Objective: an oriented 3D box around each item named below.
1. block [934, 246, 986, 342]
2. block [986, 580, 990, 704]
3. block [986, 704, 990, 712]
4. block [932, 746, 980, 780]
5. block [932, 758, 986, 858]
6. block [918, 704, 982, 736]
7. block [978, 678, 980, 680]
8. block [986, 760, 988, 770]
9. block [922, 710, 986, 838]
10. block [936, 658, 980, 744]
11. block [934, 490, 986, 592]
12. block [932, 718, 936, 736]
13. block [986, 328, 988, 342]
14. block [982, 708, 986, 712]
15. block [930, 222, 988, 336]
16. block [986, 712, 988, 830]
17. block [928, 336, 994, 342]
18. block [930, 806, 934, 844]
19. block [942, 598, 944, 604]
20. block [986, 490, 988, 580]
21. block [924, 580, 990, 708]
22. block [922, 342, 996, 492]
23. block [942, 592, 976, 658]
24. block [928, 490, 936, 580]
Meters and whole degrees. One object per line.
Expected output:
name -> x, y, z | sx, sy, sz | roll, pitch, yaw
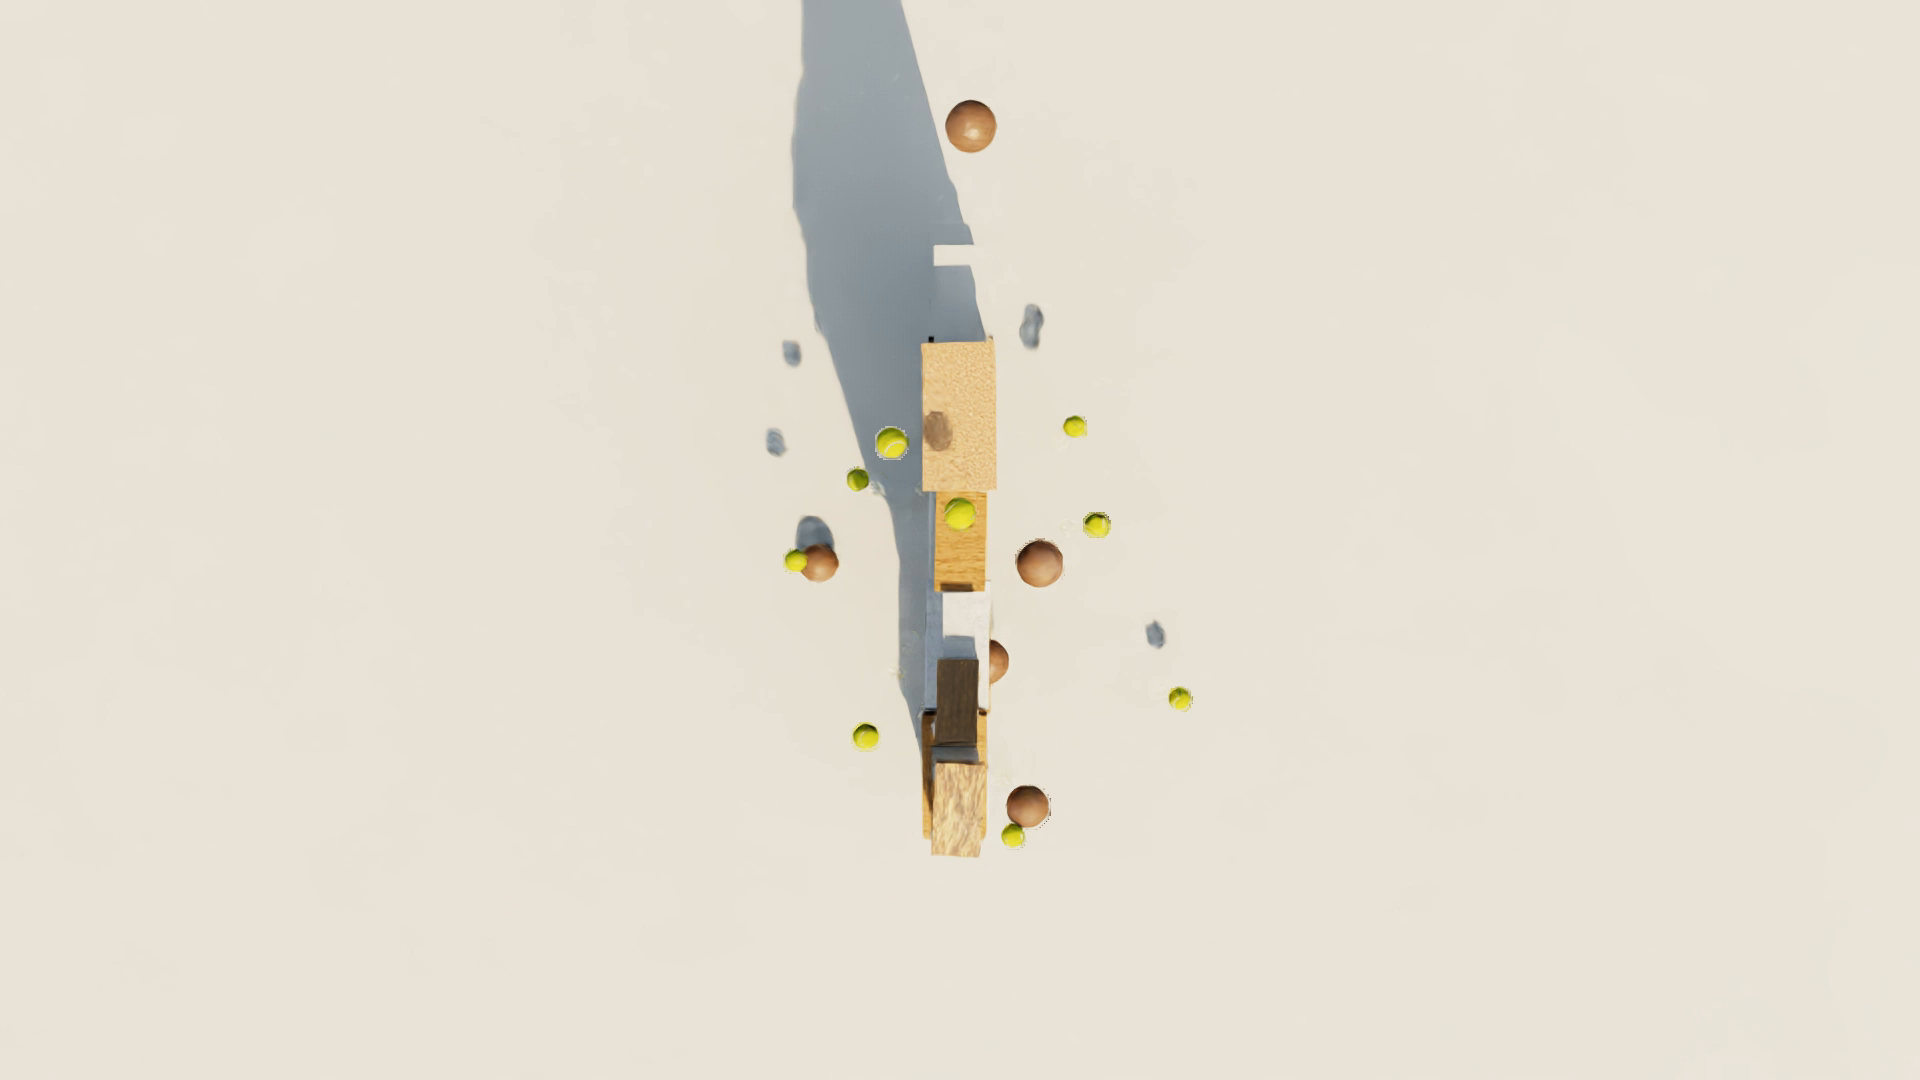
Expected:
block -> 0.001, -0.576, 3.938 | 0.125, 0.035, 0.250 | 0, 90, 0
block -> -0.003, 0.289, 4.713 | 0.176, 0.050, 0.352 | 0, 89, 0
block -> 0.005, 0.353, 5.116 | 0.179, 0.051, 0.358 | 0, 90, 0
block -> -0.011, 0.519, 3.843 | 0.110, 0.221, 0.031 | 0, 94, -1
block -> -0.005, 0.606, 3.731 | 0.110, 0.031, 0.220 | 3, 102, 0
block -> -0.024, 0.450, 4.149 | 0.154, 0.309, 0.044 | -2, 90, 1
block -> -0.001, 0.308, 3.870 | 0.094, 0.191, 0.027 | 1, 90, 0
block -> 0.037, 0.681, 4.986 | 0.094, 0.013, 0.047 | -17, 54, 4
block -> -0.014, 0.568, 3.990 | 0.154, 0.044, 0.309 | 0, 101, 1
block -> -0.006, 0.365, 3.742 | 0.094, 0.027, 0.188 | 1, 77, 2
block -> 0.001, 0.002, 3.844 | 0.117, 0.033, 0.235 | 1, 89, 0
block -> -0.014, 0.432, 3.839 | 0.094, 0.188, 0.027 | -2, 89, 2
block -> 0.003, -0.490, 4.081 | 0.125, 0.250, 0.035 | 0, 90, 0
block -> -0.012, 0.354, 4.341 | 0.160, 0.045, 0.320 | 1, 88, 0
block -> -0.002, -0.677, 4.332 | 0.152, 0.043, 0.303 | 1, 90, 0
block -> -0.002, 0.718, 5.116 | 0.179, 0.051, 0.358 | 0, 90, 0
block -> 0.003, -0.354, 4.230 | 0.166, 0.047, 0.332 | 0, 90, 0
block -> -0.012, 0.668, 3.874 | 0.110, 0.220, 0.031 | 1, 95, 0
block -> -0.004, 0.147, 3.898 | 0.074, 0.149, 0.021 | 1, 88, 0
block -> 0.004, 0.005, 5.148 | 0.164, 0.047, 0.328 | 0, 90, 0
block -> -0.006, 0.252, 3.990 | 0.153, 0.043, 0.306 | 1, 88, 0
block -> -0.001, -0.279, 3.741 | 0.167, 0.047, 0.333 | -1, 90, 0
block -> -0.002, 0.196, 3.811 | 0.074, 0.021, 0.149 | 0, 88, 0
block -> -0.006, -0.042, 4.117 | 0.143, 0.041, 0.286 | 0, 90, 0
